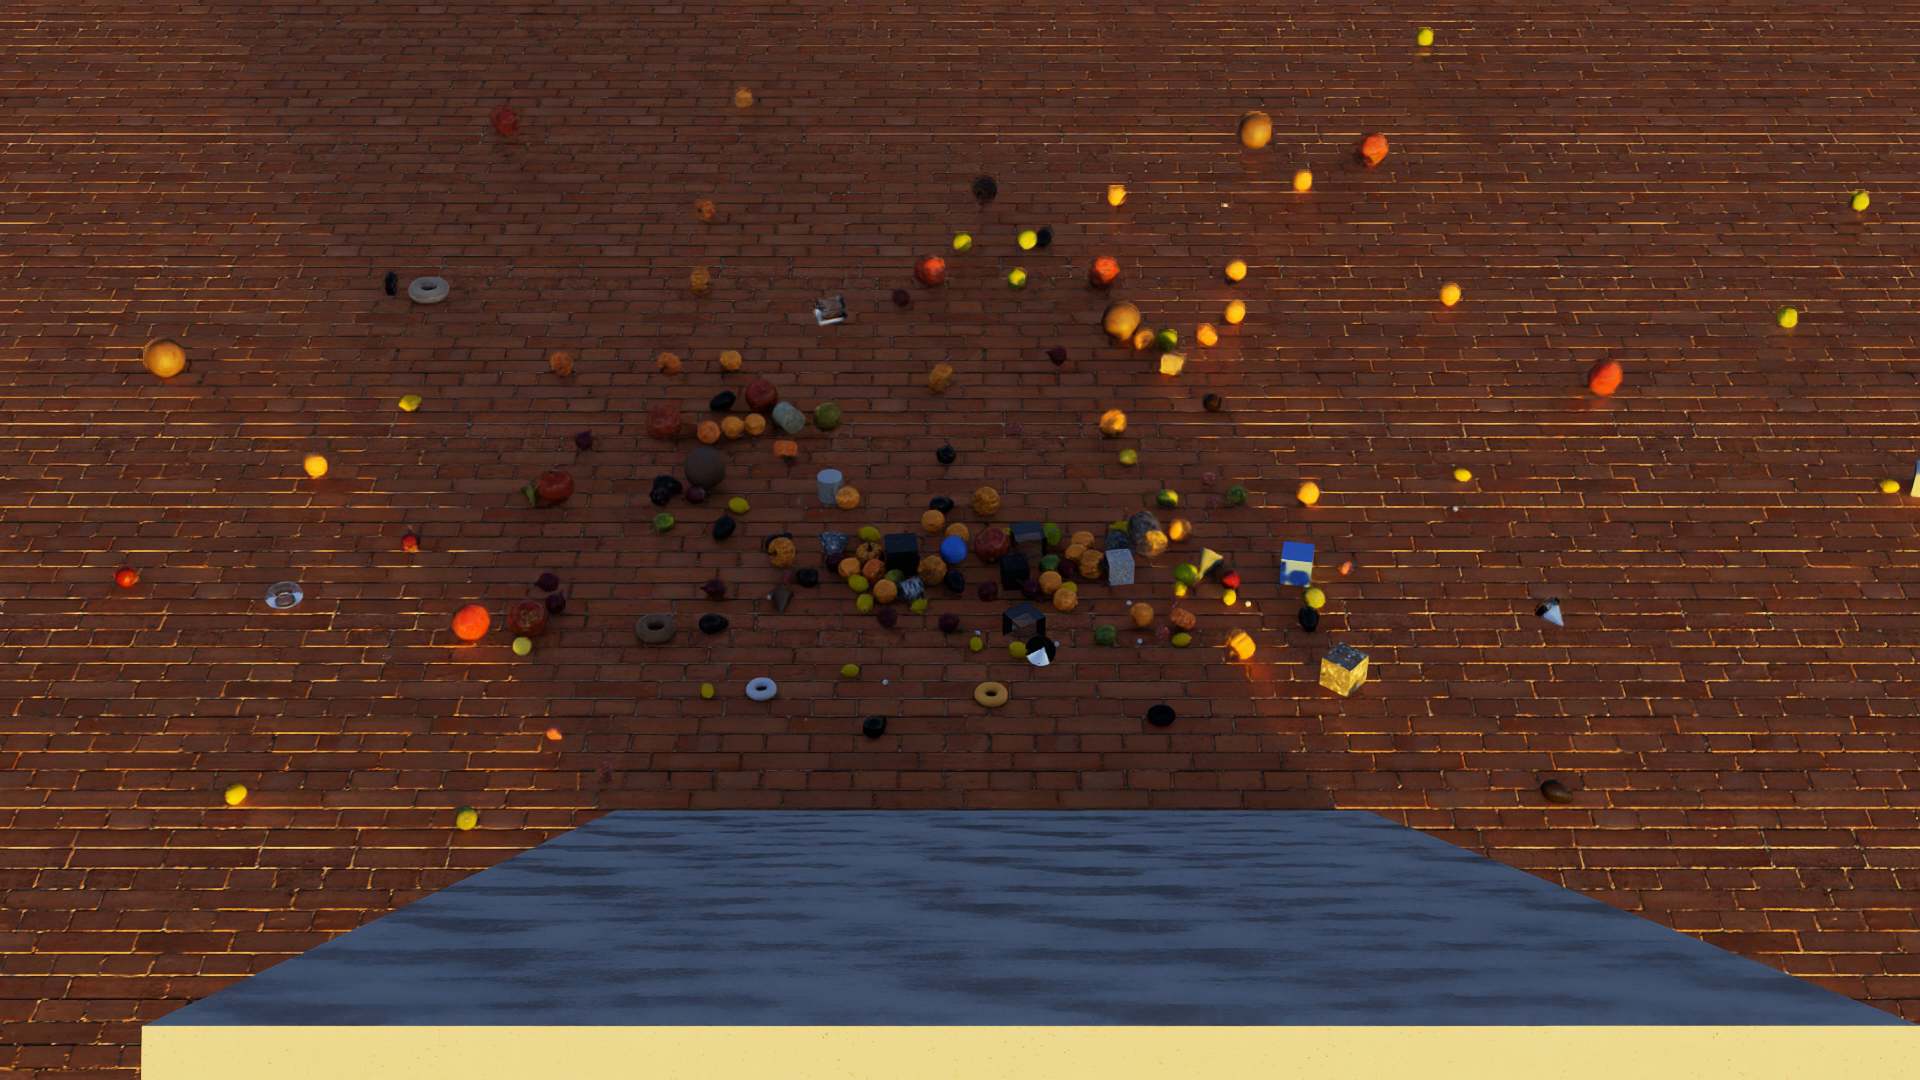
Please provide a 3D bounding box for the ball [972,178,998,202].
[{"bbox_3d":[0.093,-1.301,9.672,0.090,0.090,0.090,0,37,0],"label":"ball"}]

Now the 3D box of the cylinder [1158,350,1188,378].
[{"bbox_3d":[0.716,-0.590,8.738,0.071,0.071,0.071,33,45,10],"label":"cylinder"}]

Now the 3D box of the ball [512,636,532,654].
[{"bbox_3d":[-1.270,0.306,7.554,0.055,0.055,0.055,0,37,0],"label":"ball"}]

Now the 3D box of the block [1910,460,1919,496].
[{"bbox_3d":[3.048,-0.189,8.193,0.083,0.083,0.083,11,38,15],"label":"block"}]

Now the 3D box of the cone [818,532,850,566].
[{"bbox_3d":[-0.385,0.039,7.921,0.097,0.097,0.097,1,63,2],"label":"cone"}]

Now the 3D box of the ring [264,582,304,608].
[{"bbox_3d":[-2.016,0.165,7.758,0.113,0.038,0.113,0,35,0],"label":"ring"}]

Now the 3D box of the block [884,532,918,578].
[{"bbox_3d":[-0.177,0.045,7.871,0.093,0.093,0.093,-4,37,-5],"label":"block"}]

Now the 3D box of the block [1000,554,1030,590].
[{"bbox_3d":[0.165,0.096,7.817,0.076,0.076,0.076,-5,37,-7],"label":"block"}]

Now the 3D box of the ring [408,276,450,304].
[{"bbox_3d":[-1.867,-0.878,9.142,0.144,0.048,0.144,1,36,-1],"label":"ring"}]

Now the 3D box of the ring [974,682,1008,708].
[{"bbox_3d":[0.089,0.440,7.395,0.096,0.032,0.096,1,37,-1],"label":"ring"}]

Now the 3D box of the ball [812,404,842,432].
[{"bbox_3d":[-0.432,-0.398,8.463,0.094,0.094,0.094,0,37,0],"label":"ball"}]

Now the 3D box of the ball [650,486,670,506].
[{"bbox_3d":[-0.939,-0.139,8.143,0.062,0.062,0.062,0,37,0],"label":"ball"}]

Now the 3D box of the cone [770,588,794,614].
[{"bbox_3d":[-0.532,0.192,7.726,0.072,0.072,0.072,2,63,2],"label":"cone"}]

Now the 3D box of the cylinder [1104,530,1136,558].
[{"bbox_3d":[0.487,0.021,7.919,0.074,0.074,0.074,-10,38,-13],"label":"cylinder"}]

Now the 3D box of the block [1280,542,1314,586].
[{"bbox_3d":[1.015,0.072,7.836,0.092,0.092,0.092,7,37,9],"label":"block"}]

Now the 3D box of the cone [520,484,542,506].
[{"bbox_3d":[-1.340,-0.129,8.157,0.066,0.066,0.066,-9,64,-12],"label":"cone"}]

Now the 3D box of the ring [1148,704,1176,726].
[{"bbox_3d":[0.568,0.494,7.328,0.080,0.027,0.080,-1,36,1],"label":"ring"}]

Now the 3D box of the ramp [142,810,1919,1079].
[{"bbox_3d":[0.081,0.683,4.918,2.000,0.100,4.000,0,-2,0],"label":"ramp"}]

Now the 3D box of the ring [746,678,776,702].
[{"bbox_3d":[-0.566,0.425,7.417,0.089,0.030,0.089,-1,37,1],"label":"ring"}]

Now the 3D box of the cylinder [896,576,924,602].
[{"bbox_3d":[-0.148,0.147,7.761,0.062,0.062,0.062,-17,40,-22],"label":"cylinder"}]

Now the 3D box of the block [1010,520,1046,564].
[{"bbox_3d":[0.207,0.010,7.918,0.093,0.093,0.093,-7,37,-10],"label":"block"}]

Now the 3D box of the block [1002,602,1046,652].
[{"bbox_3d":[0.187,0.252,7.598,0.090,0.090,0.090,-23,43,-28],"label":"block"}]

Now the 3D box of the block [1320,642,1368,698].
[{"bbox_3d":[1.098,0.370,7.435,0.096,0.096,0.096,27,44,31],"label":"block"}]

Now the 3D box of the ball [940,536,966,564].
[{"bbox_3d":[-0.021,0.031,7.897,0.083,0.083,0.083,0,37,0],"label":"ball"}]

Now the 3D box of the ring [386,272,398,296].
[{"bbox_3d":[-1.996,-0.899,9.131,0.029,0.086,0.086,5,37,1],"label":"ring"}]

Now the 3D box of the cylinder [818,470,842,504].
[{"bbox_3d":[-0.408,-0.168,8.168,0.078,0.078,0.078,0,37,0],"label":"cylinder"}]

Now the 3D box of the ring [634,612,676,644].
[{"bbox_3d":[-0.893,0.260,7.627,0.125,0.042,0.125,1,36,-1],"label":"ring"}]

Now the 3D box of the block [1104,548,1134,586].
[{"bbox_3d":[0.480,0.082,7.836,0.077,0.077,0.077,-5,37,-7],"label":"block"}]
